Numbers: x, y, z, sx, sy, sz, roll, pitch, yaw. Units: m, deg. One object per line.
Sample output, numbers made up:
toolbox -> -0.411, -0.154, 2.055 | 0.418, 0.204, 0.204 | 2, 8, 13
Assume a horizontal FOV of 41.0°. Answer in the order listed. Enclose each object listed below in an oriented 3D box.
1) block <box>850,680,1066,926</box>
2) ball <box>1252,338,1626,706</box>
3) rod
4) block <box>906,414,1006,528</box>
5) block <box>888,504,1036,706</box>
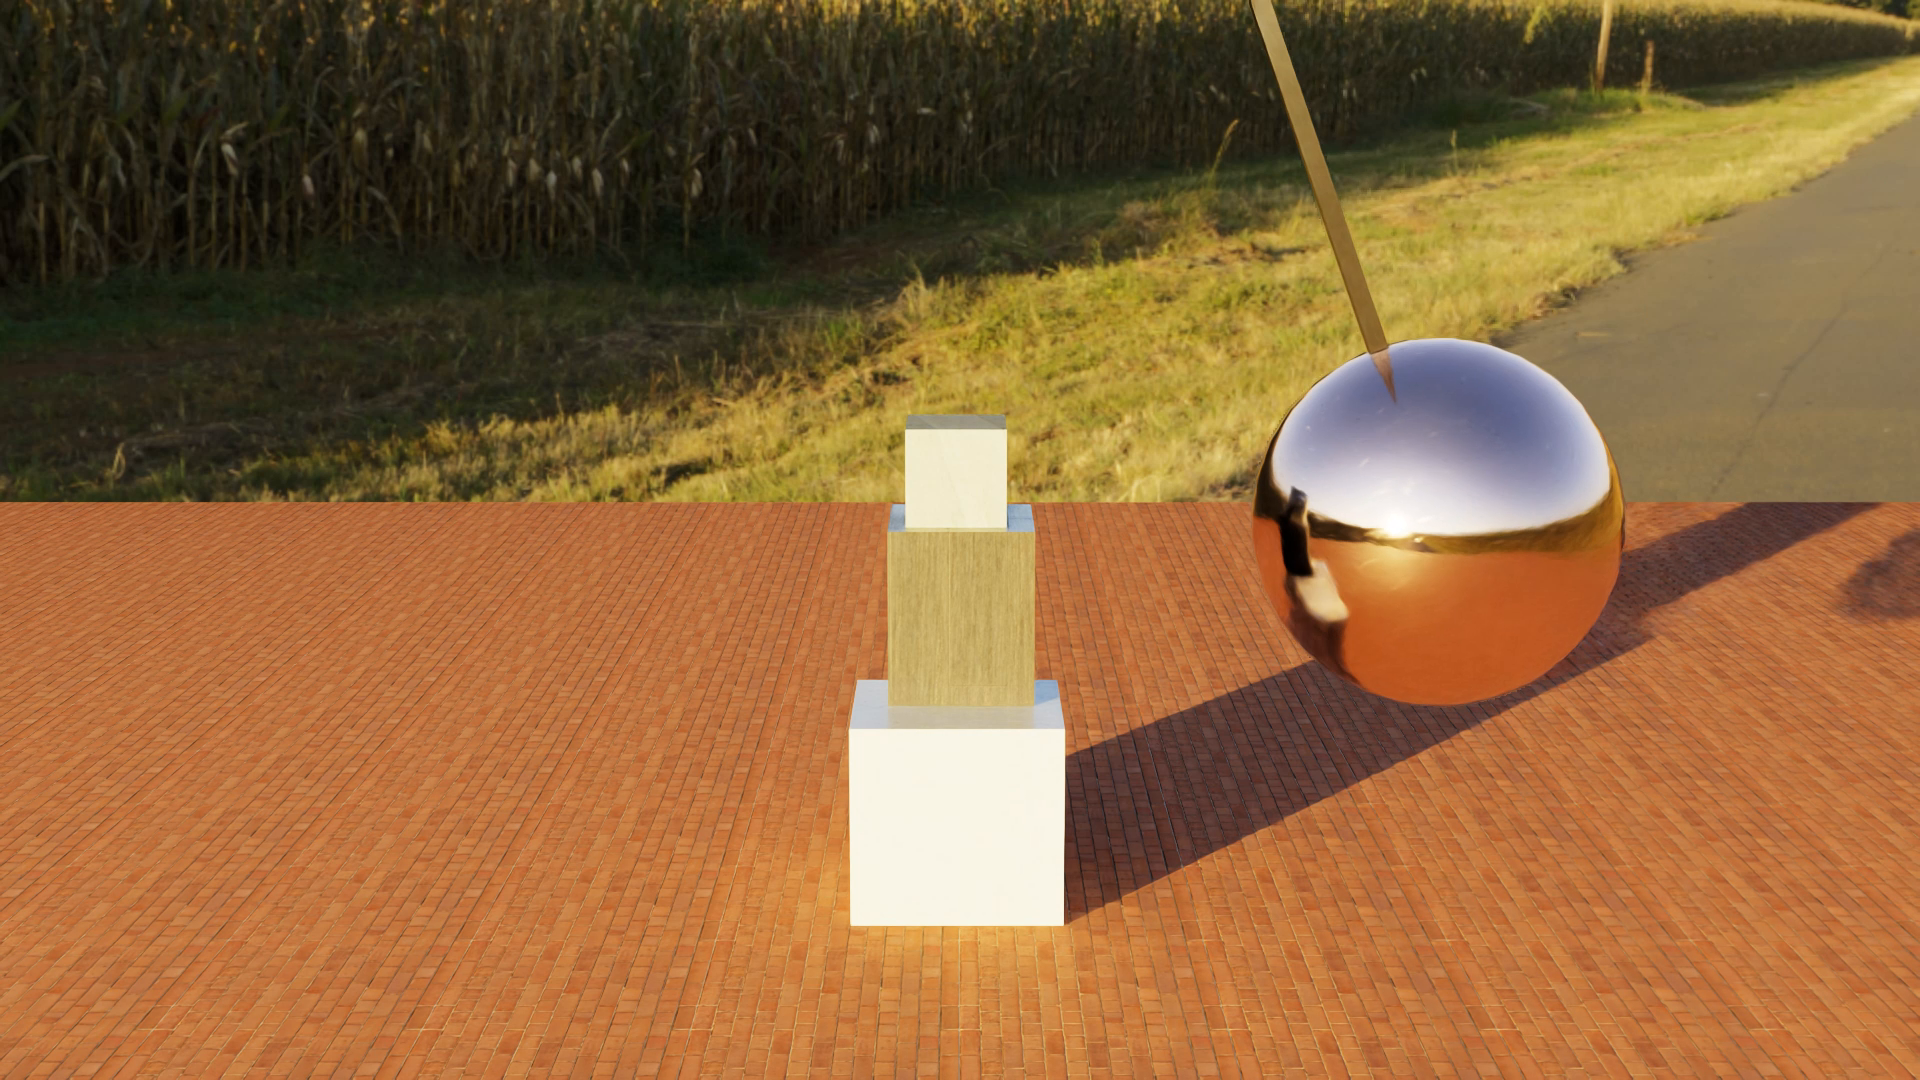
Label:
block -> -0.012, 1.116, 11.067 | 0.889, 0.844, 0.875 | 0, 10, 0
ball -> 2.074, -0.080, 11.166 | 1.600, 1.600, 1.600 | 0, 10, 0
rod -> 0.899, -3.219, 10.595 | 0.080, 5.200, 0.080 | -20, 10, 4
block -> -0.017, -0.303, 11.125 | 0.429, 0.420, 0.485 | 0, 10, 0
block -> 0.005, 0.274, 11.230 | 0.624, 0.755, 0.701 | 0, 10, 0
